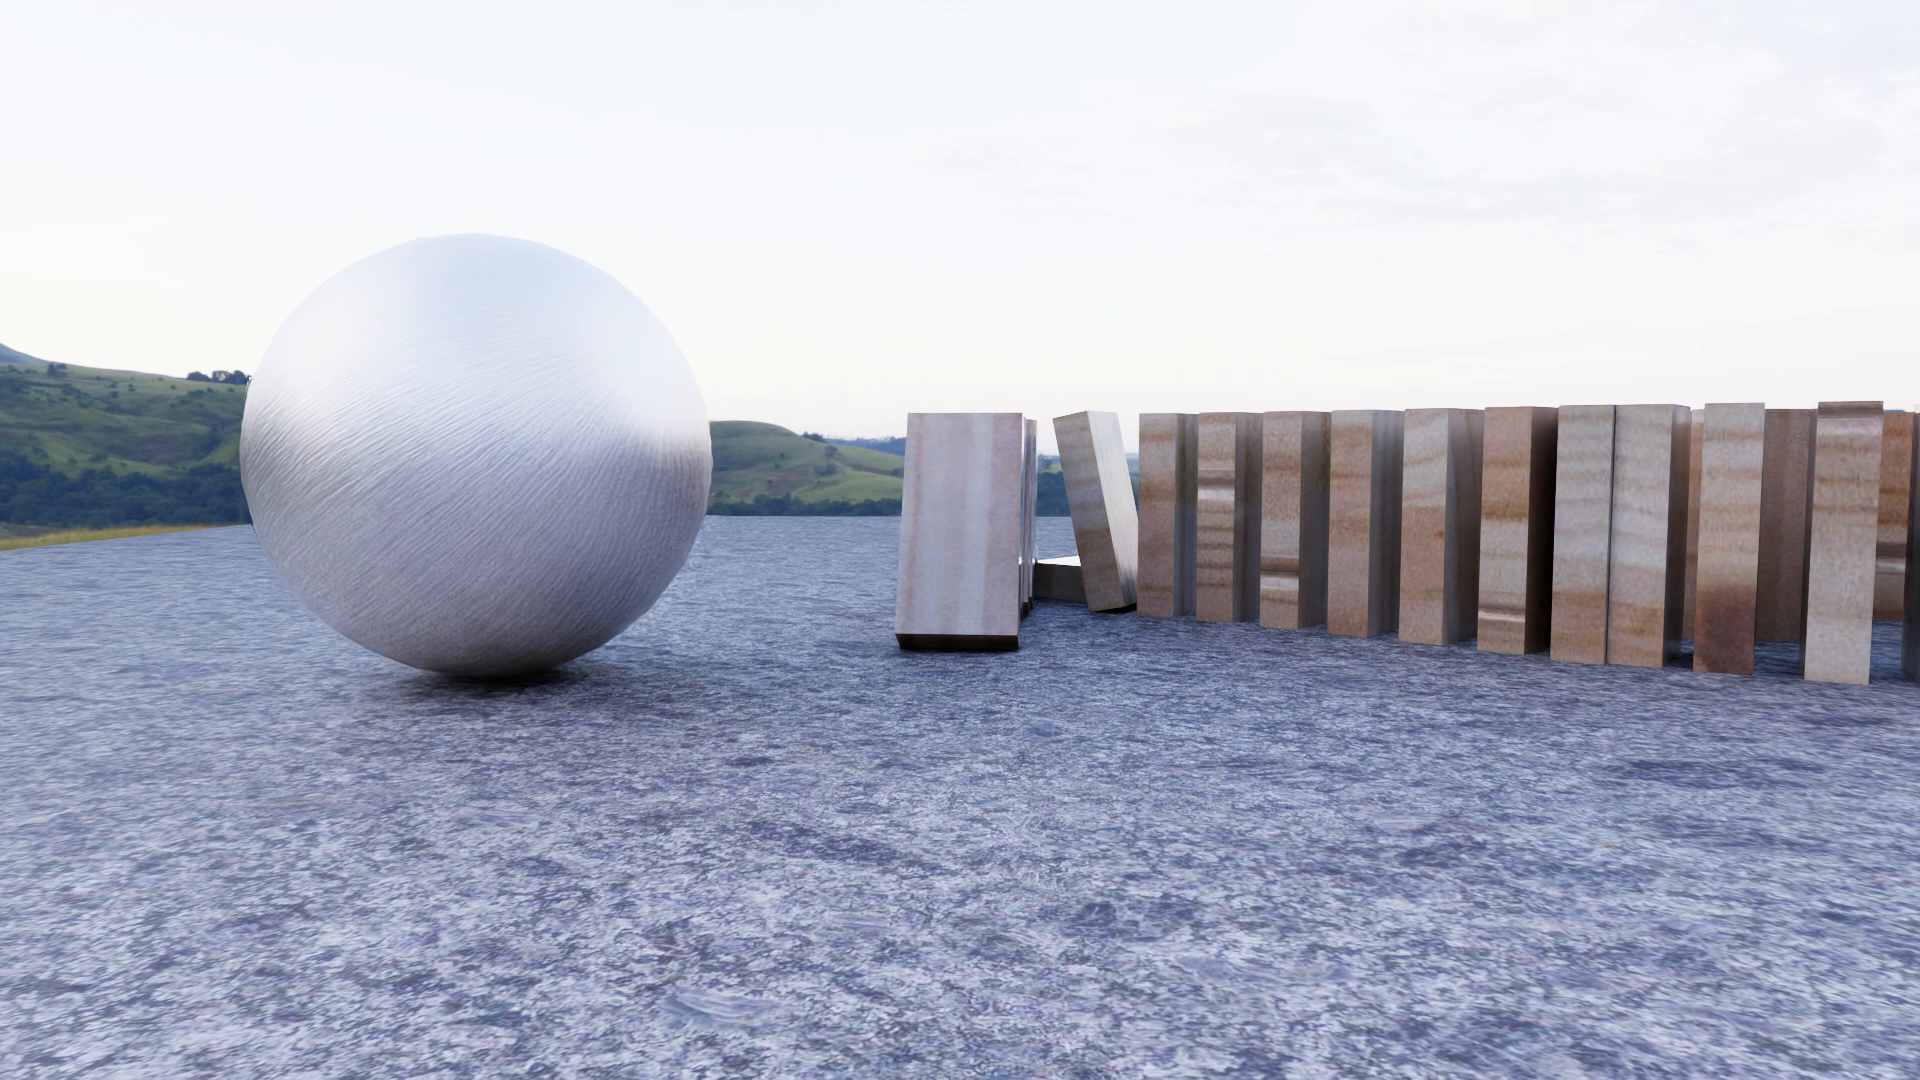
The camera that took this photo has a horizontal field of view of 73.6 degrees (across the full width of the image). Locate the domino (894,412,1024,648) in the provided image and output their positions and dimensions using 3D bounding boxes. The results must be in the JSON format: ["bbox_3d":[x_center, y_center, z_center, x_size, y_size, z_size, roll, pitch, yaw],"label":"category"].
[{"bbox_3d":[0.000,-0.003,0.273,0.025,0.050,0.010,0,-21,5],"label":"domino"}]

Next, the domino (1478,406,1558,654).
[{"bbox_3d":[0.119,-0.003,0.269,0.009,0.050,0.025,4,6,45],"label":"domino"}]

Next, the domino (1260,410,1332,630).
[{"bbox_3d":[0.082,-0.005,0.304,0.009,0.050,0.025,4,6,40],"label":"domino"}]

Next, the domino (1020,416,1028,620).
[{"bbox_3d":[0.003,-0.006,0.315,0.025,0.050,0.010,0,-21,5],"label":"domino"}]

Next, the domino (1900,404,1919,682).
[{"bbox_3d":[0.178,0.000,0.229,0.009,0.050,0.025,2,5,27],"label":"domino"}]

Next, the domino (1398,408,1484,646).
[{"bbox_3d":[0.107,-0.004,0.281,0.009,0.050,0.025,4,6,44],"label":"domino"}]

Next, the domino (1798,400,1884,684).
[{"bbox_3d":[0.163,0.000,0.238,0.010,0.050,0.025,3,5,31],"label":"domino"}]

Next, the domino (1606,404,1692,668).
[{"bbox_3d":[0.137,-0.002,0.255,0.009,0.050,0.025,3,5,36],"label":"domino"}]

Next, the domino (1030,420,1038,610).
[{"bbox_3d":[0.007,-0.007,0.337,0.025,0.050,0.009,0,-23,6],"label":"domino"}]

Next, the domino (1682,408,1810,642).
[{"bbox_3d":[0.172,-0.003,0.279,0.025,0.050,0.010,-1,4,-16],"label":"domino"}]

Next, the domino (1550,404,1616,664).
[{"bbox_3d":[0.128,-0.002,0.258,0.010,0.050,0.025,3,5,37],"label":"domino"}]

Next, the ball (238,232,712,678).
[{"bbox_3d":[-0.086,-0.015,0.234,0.080,0.080,0.080,0,4,0],"label":"ball"}]

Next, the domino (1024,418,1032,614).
[{"bbox_3d":[0.005,-0.006,0.326,0.025,0.050,0.010,0,-23,5],"label":"domino"}]

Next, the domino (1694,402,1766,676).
[{"bbox_3d":[0.148,-0.001,0.247,0.009,0.050,0.025,3,5,32],"label":"domino"}]

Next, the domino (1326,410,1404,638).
[{"bbox_3d":[0.095,-0.004,0.293,0.010,0.050,0.025,4,6,42],"label":"domino"}]

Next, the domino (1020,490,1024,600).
[{"bbox_3d":[0.002,-0.005,0.304,0.025,0.050,0.010,0,-21,5],"label":"domino"}]

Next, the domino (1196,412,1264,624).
[{"bbox_3d":[0.068,-0.006,0.315,0.010,0.050,0.025,3,5,37],"label":"domino"}]

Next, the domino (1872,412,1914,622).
[{"bbox_3d":[0.233,-0.006,0.317,0.010,0.050,0.025,4,6,44],"label":"domino"}]

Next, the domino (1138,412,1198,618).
[{"bbox_3d":[0.054,-0.007,0.325,0.010,0.050,0.025,3,5,31],"label":"domino"}]

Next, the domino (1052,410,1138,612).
[{"bbox_3d":[0.037,-0.008,0.334,0.009,0.050,0.025,-11,-1,25],"label":"domino"}]

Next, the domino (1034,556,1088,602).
[{"bbox_3d":[0.045,0.010,0.371,0.025,0.010,0.050,4,6,41],"label":"domino"}]

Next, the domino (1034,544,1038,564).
[{"bbox_3d":[0.009,0.005,0.365,0.025,0.010,0.050,-26,2,5],"label":"domino"}]

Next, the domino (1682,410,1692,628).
[{"bbox_3d":[0.169,-0.005,0.295,0.025,0.050,0.009,0,4,-2],"label":"domino"}]
